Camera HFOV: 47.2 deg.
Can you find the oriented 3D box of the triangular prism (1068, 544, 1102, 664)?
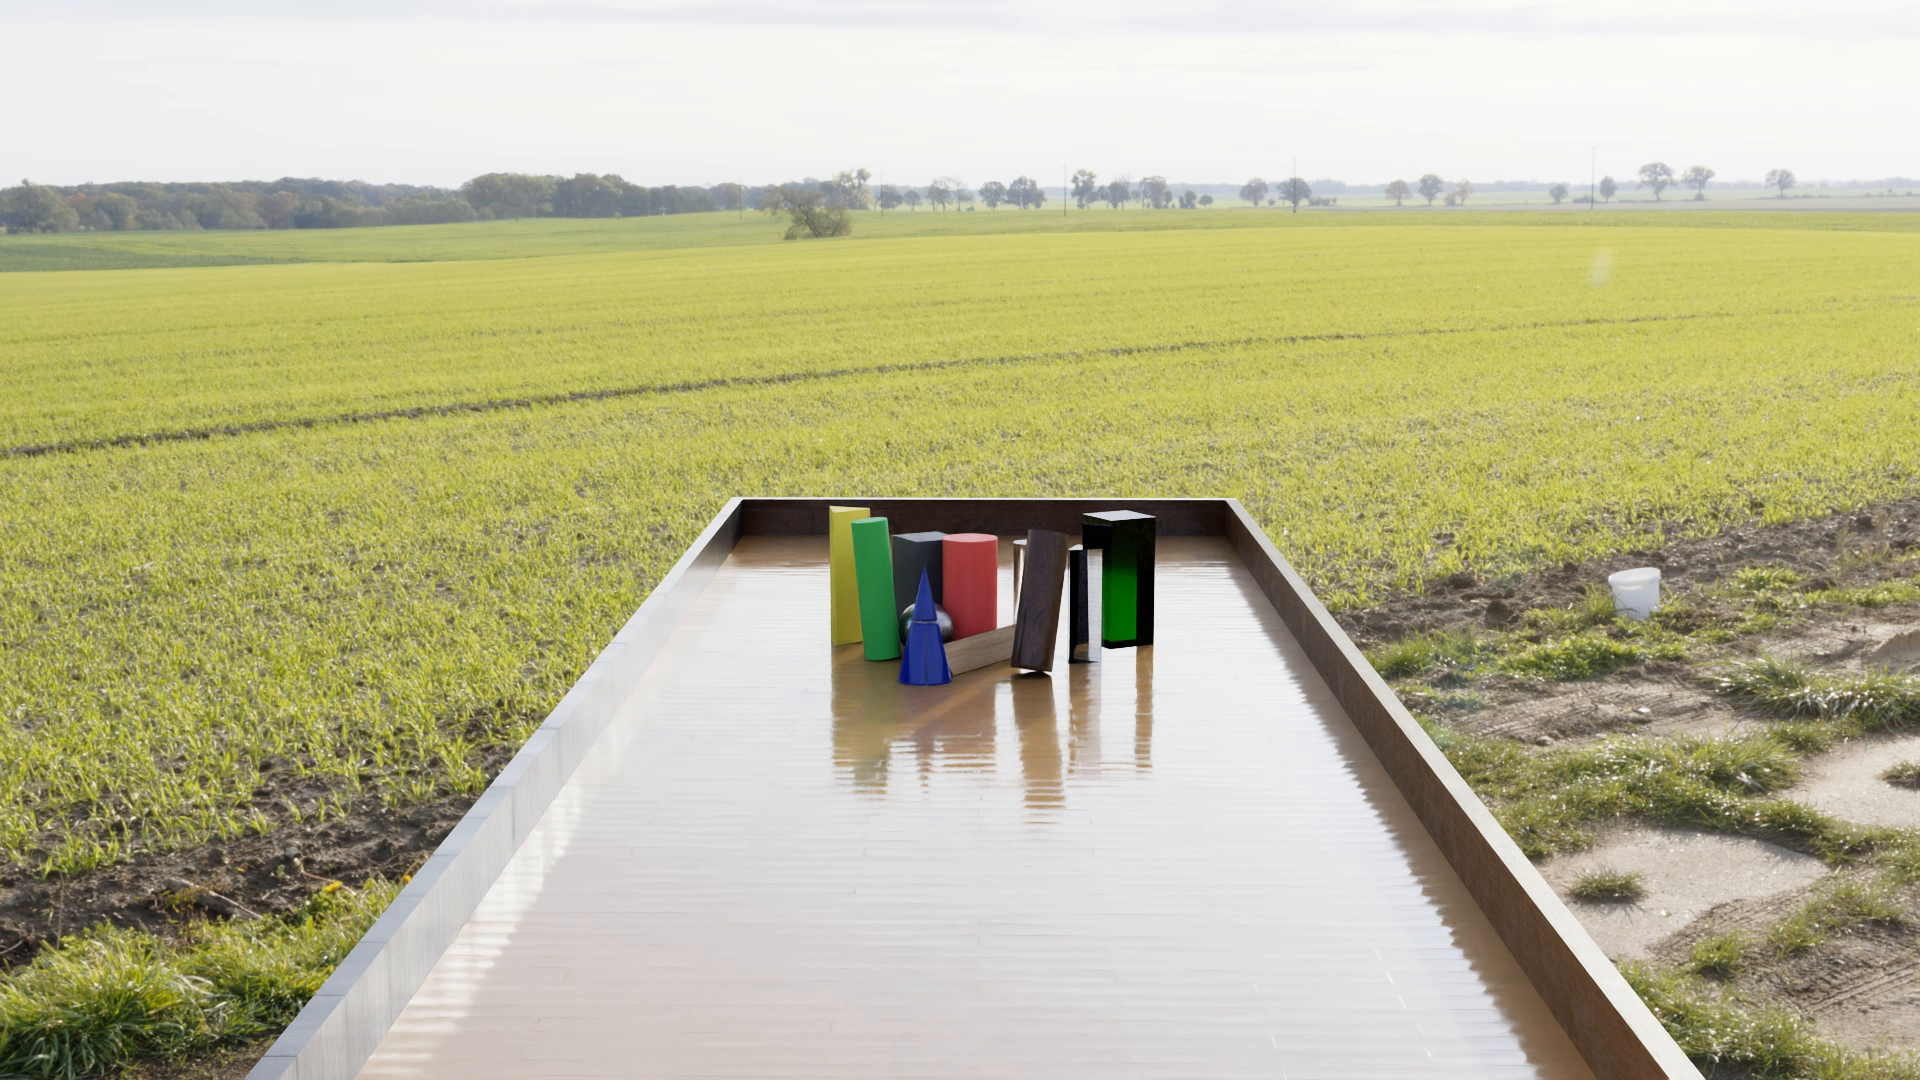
[{"bbox_3d":[0.368,0.193,6.676,0.105,0.349,0.091,-2,9,-13],"label":"triangular prism"}]

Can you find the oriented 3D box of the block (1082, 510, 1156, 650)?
[{"bbox_3d":[0.499,0.123,6.933,0.165,0.406,0.165,-5,10,-29],"label":"block"}]

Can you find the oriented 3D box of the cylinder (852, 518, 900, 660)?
[{"bbox_3d":[-0.256,0.148,6.701,0.111,0.422,0.111,-5,8,1],"label":"cylinder"}]

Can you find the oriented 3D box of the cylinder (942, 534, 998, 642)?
[{"bbox_3d":[0.031,0.167,6.833,0.171,0.352,0.171,0,9,0],"label":"cylinder"}]

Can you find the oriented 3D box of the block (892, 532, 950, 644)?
[{"bbox_3d":[-0.106,0.156,6.945,0.159,0.338,0.159,-5,10,-29],"label":"block"}]

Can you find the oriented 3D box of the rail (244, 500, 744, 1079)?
[{"bbox_3d":[-1.004,0.839,3.234,0.050,0.150,12.000,0,9,1],"label":"rail"}]

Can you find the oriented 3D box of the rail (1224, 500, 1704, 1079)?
[{"bbox_3d":[1.046,0.843,3.208,0.050,0.150,12.000,0,9,1],"label":"rail"}]

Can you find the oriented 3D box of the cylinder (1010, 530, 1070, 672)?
[{"bbox_3d":[0.237,0.181,6.504,0.124,0.410,0.124,7,-5,1],"label":"cylinder"}]

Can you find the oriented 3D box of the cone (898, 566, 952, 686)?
[{"bbox_3d":[-0.103,0.239,6.390,0.160,0.348,0.160,0,9,0],"label":"cone"}]

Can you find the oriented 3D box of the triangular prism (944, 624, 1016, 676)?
[{"bbox_3d":[0.058,0.326,6.656,0.101,0.087,0.416,6,11,34],"label":"triangular prism"}]

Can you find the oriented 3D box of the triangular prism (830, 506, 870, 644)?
[{"bbox_3d":[-0.375,0.108,6.977,0.138,0.422,0.120,-7,11,-38],"label":"triangular prism"}]

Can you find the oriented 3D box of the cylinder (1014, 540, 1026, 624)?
[{"bbox_3d":[0.218,0.167,6.919,0.102,0.325,0.102,0,9,0],"label":"cylinder"}]

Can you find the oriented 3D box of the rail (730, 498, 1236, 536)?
[{"bbox_3d":[0.099,-0.098,9.147,2.100,0.150,0.050,0,9,1],"label":"rail"}]

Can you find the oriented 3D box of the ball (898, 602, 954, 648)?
[{"bbox_3d":[-0.105,0.272,6.746,0.171,0.171,0.171,0,9,0],"label":"ball"}]
